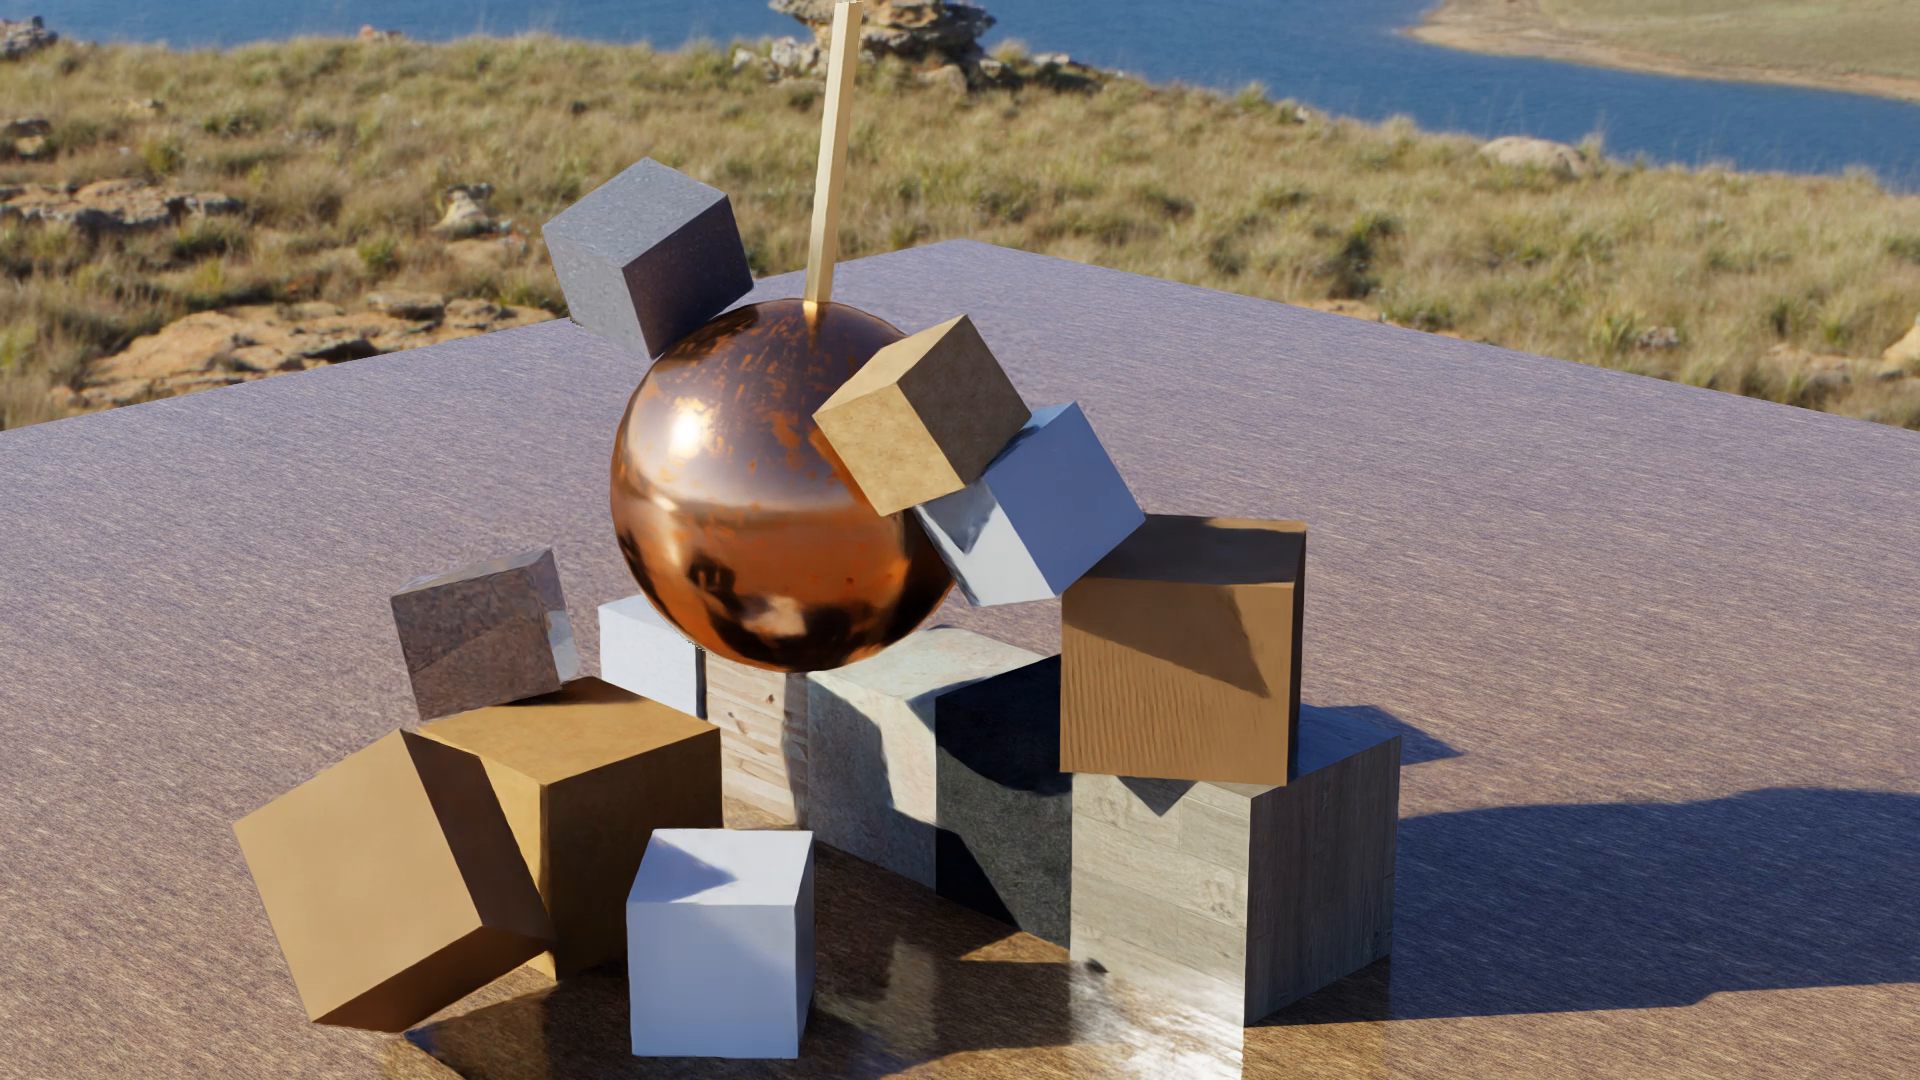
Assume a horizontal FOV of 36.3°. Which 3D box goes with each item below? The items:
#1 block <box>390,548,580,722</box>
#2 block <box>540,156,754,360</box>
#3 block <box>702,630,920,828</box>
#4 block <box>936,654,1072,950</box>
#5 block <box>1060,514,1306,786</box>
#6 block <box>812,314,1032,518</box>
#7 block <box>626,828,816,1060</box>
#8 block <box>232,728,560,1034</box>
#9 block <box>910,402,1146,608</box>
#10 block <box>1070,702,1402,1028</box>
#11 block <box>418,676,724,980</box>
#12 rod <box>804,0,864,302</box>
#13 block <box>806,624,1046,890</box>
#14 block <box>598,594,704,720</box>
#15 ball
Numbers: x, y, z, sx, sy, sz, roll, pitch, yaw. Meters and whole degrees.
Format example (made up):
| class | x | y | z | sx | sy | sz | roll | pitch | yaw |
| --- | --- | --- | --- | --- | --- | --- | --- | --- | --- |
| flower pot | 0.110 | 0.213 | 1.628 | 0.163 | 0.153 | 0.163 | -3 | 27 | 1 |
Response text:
| class | x | y | z | sx | sy | sz | roll | pitch | yaw |
| --- | --- | --- | --- | --- | --- | --- | --- | --- | --- |
| block | -2.140 | 0.420 | 13.272 | 0.644 | 0.572 | 0.609 | -13 | 7 | 2 |
| block | -1.342 | -1.218 | 12.639 | 0.600 | 0.498 | 0.558 | -39 | 46 | -26 |
| block | -0.701 | 0.835 | 14.329 | 0.740 | 0.815 | 0.816 | -17 | 24 | -42 |
| block | 0.533 | 1.137 | 13.143 | 0.961 | 0.951 | 0.855 | -17 | 24 | -42 |
| block | 0.938 | 0.434 | 12.187 | 0.920 | 0.841 | 0.906 | 3 | 18 | 9 |
| block | -0.147 | -0.492 | 11.638 | 0.510 | 0.499 | 0.520 | -18 | 22 | 45 |
| block | -0.965 | 1.642 | 12.000 | 0.668 | 0.672 | 0.742 | 1 | 17 | 3 |
| block | -2.237 | 1.372 | 11.680 | 0.785 | 0.867 | 0.741 | -30 | -19 | 8 |
| block | 0.253 | -0.137 | 11.815 | 0.548 | 0.570 | 0.620 | -39 | 16 | -29 |
| block | 1.170 | 1.306 | 12.503 | 0.962 | 1.012 | 0.999 | 17 | 24 | 42 |
| block | -1.700 | 1.241 | 12.906 | 0.940 | 0.893 | 0.918 | -17 | 24 | -42 |
| rod | -0.302 | -3.549 | 11.910 | 0.080 | 5.200 | 0.080 | 17 | 15 | 42 |
| block | -0.085 | 0.996 | 13.745 | 0.899 | 0.852 | 0.879 | -16 | 23 | -42 |
| block | -1.269 | 0.692 | 14.863 | 0.799 | 0.767 | 0.747 | -17 | 24 | -42 |
| ball | -0.697 | -0.231 | 12.538 | 1.600 | 1.600 | 1.600 | 0 | 17 | 0 |
